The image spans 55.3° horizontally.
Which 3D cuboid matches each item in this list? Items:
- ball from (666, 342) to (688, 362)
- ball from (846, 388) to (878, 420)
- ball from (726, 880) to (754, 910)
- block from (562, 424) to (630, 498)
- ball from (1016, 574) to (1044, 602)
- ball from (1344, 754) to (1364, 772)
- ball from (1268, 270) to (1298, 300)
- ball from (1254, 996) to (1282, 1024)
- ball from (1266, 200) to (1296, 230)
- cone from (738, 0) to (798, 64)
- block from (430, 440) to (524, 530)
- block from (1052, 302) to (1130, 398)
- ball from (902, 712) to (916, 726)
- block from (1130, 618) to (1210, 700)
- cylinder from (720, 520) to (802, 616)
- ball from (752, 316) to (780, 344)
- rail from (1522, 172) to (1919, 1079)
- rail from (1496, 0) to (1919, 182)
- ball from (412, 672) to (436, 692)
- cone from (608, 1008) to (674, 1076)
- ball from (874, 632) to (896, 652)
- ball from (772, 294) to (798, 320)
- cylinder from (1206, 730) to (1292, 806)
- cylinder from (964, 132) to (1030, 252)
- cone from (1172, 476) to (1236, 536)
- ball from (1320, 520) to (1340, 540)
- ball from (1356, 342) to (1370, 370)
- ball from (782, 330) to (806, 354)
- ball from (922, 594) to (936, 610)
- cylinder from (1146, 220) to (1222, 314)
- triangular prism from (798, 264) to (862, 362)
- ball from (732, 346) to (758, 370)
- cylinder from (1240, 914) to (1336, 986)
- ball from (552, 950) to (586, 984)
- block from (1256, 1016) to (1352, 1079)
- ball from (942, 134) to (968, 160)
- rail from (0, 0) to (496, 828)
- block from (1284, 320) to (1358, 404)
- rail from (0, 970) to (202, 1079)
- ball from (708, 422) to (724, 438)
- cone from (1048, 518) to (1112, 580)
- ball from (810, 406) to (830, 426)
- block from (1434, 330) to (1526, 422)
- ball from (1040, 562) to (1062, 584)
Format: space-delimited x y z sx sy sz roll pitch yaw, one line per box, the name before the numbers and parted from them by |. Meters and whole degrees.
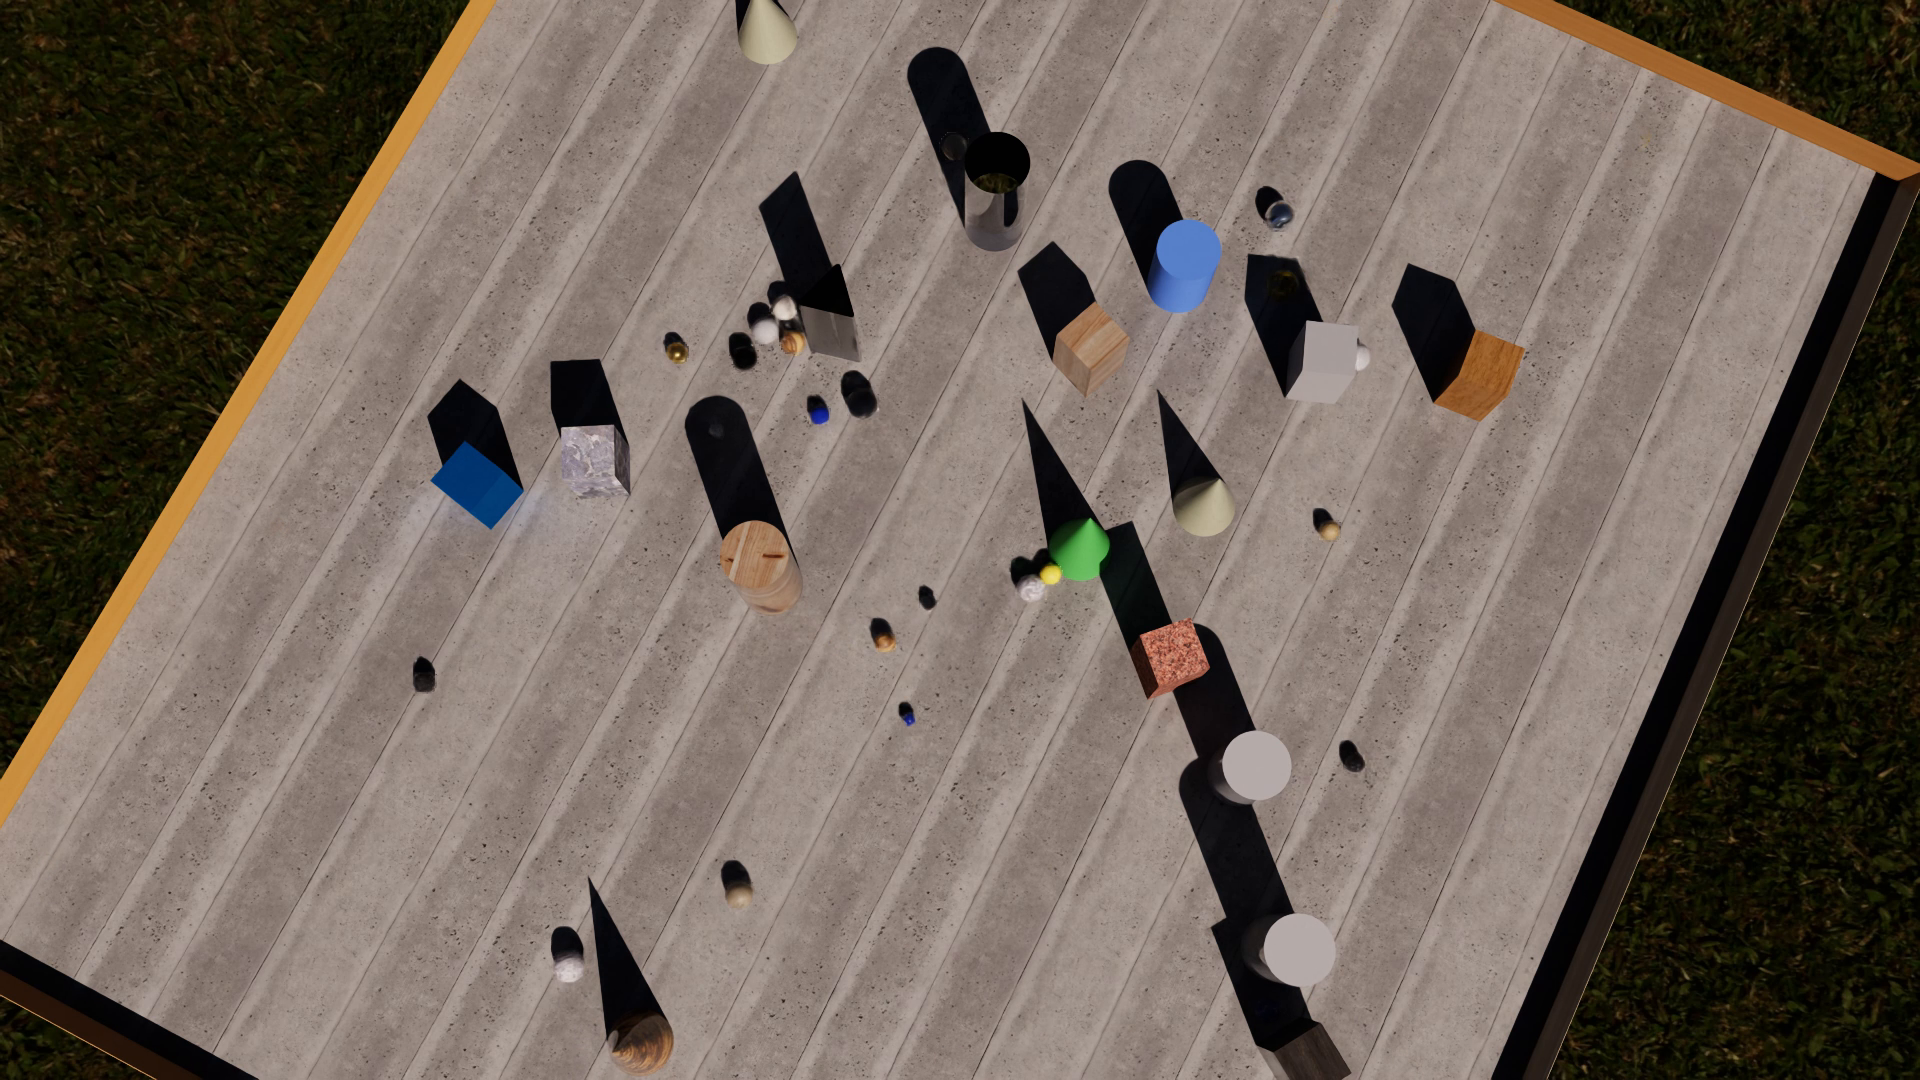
ball | -0.882 -0.583 5.705 0.064 0.064 0.064 0 78 0
ball | -0.301 -0.421 5.654 0.097 0.097 0.097 0 78 0
ball | -0.645 1.038 5.359 0.083 0.083 0.083 0 78 0
block | -1.096 -0.233 5.528 0.155 0.268 0.155 -3 78 -1
ball | 0.214 0.145 5.543 0.084 0.084 0.084 0 78 0
ball | 1.174 0.663 5.449 0.058 0.058 0.058 0 78 0
ball | 1.012 -0.798 5.733 0.094 0.094 0.094 0 78 0
ball | 0.892 1.356 5.295 0.080 0.080 0.080 0 78 0
ball | 1.010 -1.023 5.780 0.094 0.094 0.094 0 78 0
cone | -0.625 -1.670 5.790 0.194 0.338 0.194 0 78 0
block | -1.452 -0.163 5.523 0.155 0.249 0.155 37 81 7
block | 0.397 -0.578 5.593 0.155 0.280 0.155 -41 81 -8
ball | -0.153 0.534 5.484 0.043 0.043 0.043 0 78 0
block | 0.611 0.351 5.375 0.155 0.331 0.155 -19 79 -4
cylinder | -0.576 0.088 5.360 0.194 0.467 0.194 0 78 0
ball | -0.606 -0.654 5.709 0.085 0.085 0.085 0 78 0
rail | 1.930 0.951 5.354 0.045 0.126 4.826 26 80 5
rail | 1.068 -2.086 5.983 4.362 0.126 0.045 26 80 5
ball | -1.607 0.426 5.495 0.065 0.065 0.065 0 78 0
cone | -0.926 1.410 5.096 0.194 0.449 0.194 0 78 0
ball | -0.227 0.307 5.520 0.064 0.064 0.064 0 78 0
ball | -0.547 -0.727 5.725 0.081 0.081 0.081 0 78 0
cylinder | 0.834 0.666 5.307 0.194 0.337 0.194 0 78 0
cylinder | 0.110 -1.056 5.593 0.194 0.474 0.194 0 78 0
cone | 0.751 -0.142 5.465 0.194 0.353 0.194 0 78 0
ball | 1.127 -0.030 5.591 0.062 0.062 0.062 0 78 0
ball | 1.230 -0.570 5.689 0.089 0.089 0.089 0 78 0
ball | -0.518 -0.618 5.706 0.074 0.074 0.074 0 78 0
ball | -0.095 0.190 5.553 0.047 0.047 0.047 0 78 0
cylinder | 0.686 -0.839 5.637 0.194 0.300 0.194 0 78 0
triangular prism | -0.372 -0.690 5.534 0.168 0.441 0.145 14 79 3
ball | -0.669 -0.565 5.693 0.079 0.079 0.079 0 78 0
cylinder | 0.917 1.150 5.157 0.194 0.433 0.194 0 78 0
ball | -1.133 1.237 5.313 0.093 0.093 0.093 0 78 0
block | 0.963 1.459 5.155 0.155 0.312 0.155 -30 80 -6
ball | -0.017 -1.250 5.833 0.084 0.084 0.084 0 78 0
rail | -1.930 -0.938 5.745 0.045 0.126 4.826 26 80 5
block | 1.098 -0.537 5.574 0.155 0.302 0.155 6 78 1
rail | -1.068 2.099 5.117 4.362 0.126 0.045 26 80 5
ball | -0.753 -0.338 5.662 0.047 0.047 0.047 0 78 0
cone | 0.368 -0.017 5.386 0.194 0.457 0.194 0 78 0
ball | -0.433 -0.386 5.665 0.062 0.062 0.062 0 78 0
block | 1.575 -0.496 5.568 0.155 0.297 0.155 22 79 4
ball | 0.274 0.102 5.560 0.067 0.067 0.067 0 78 0
